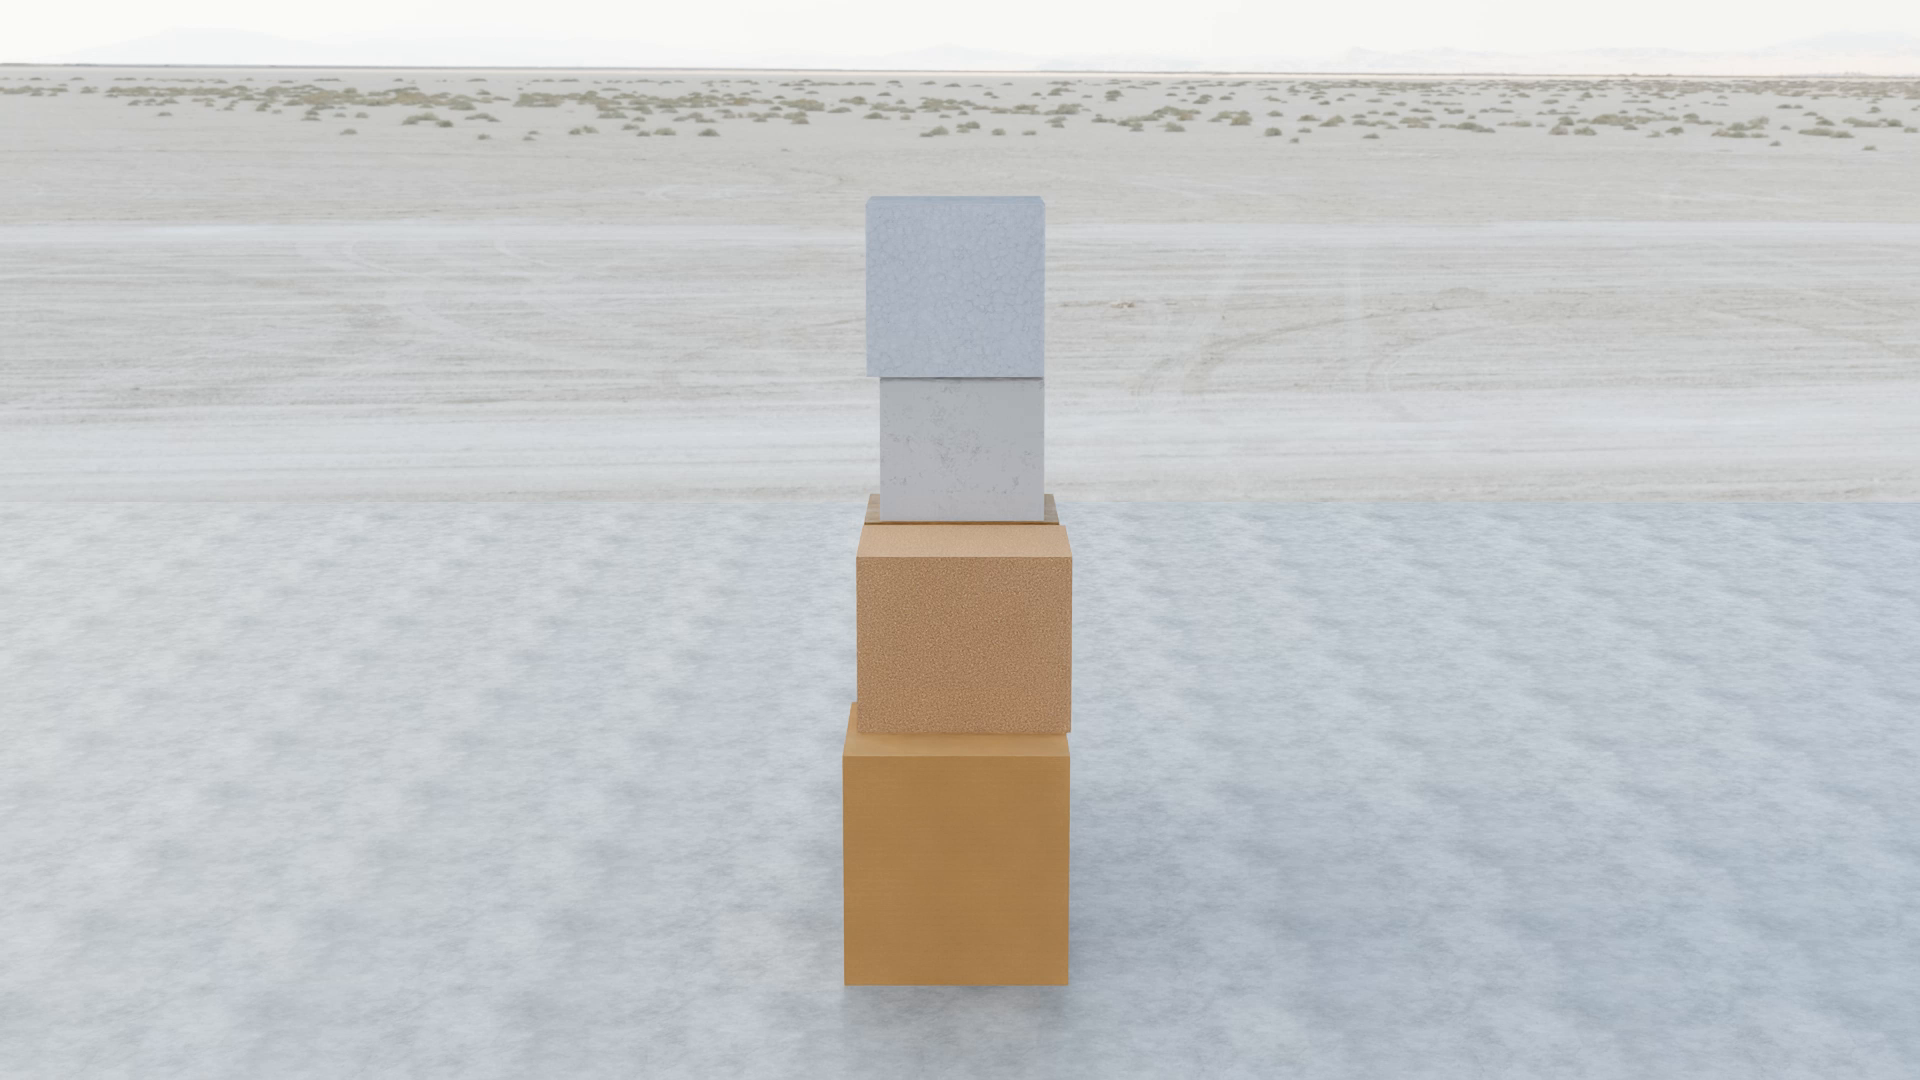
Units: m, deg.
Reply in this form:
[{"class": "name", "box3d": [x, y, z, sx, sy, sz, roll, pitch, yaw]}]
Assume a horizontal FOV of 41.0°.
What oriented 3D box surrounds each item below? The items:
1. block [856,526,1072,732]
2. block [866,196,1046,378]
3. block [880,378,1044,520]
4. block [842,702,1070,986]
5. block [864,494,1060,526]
[{"class": "block", "box3d": [0.017, 0.352, 10.484, 0.849, 0.712, 0.721, 0, 10, 0]}, {"class": "block", "box3d": [-0.019, -1.096, 10.981, 0.741, 0.714, 0.736, 0, 10, 0]}, {"class": "block", "box3d": [0.009, -0.443, 11.100, 0.691, 0.612, 0.685, 0, 10, 0]}, {"class": "block", "box3d": [-0.014, 1.207, 10.351, 0.874, 0.923, 0.861, 0, 10, 0]}, {"class": "block", "box3d": [0.007, 0.289, 11.228, 0.821, 0.875, 0.746, 0, 10, 0]}]
